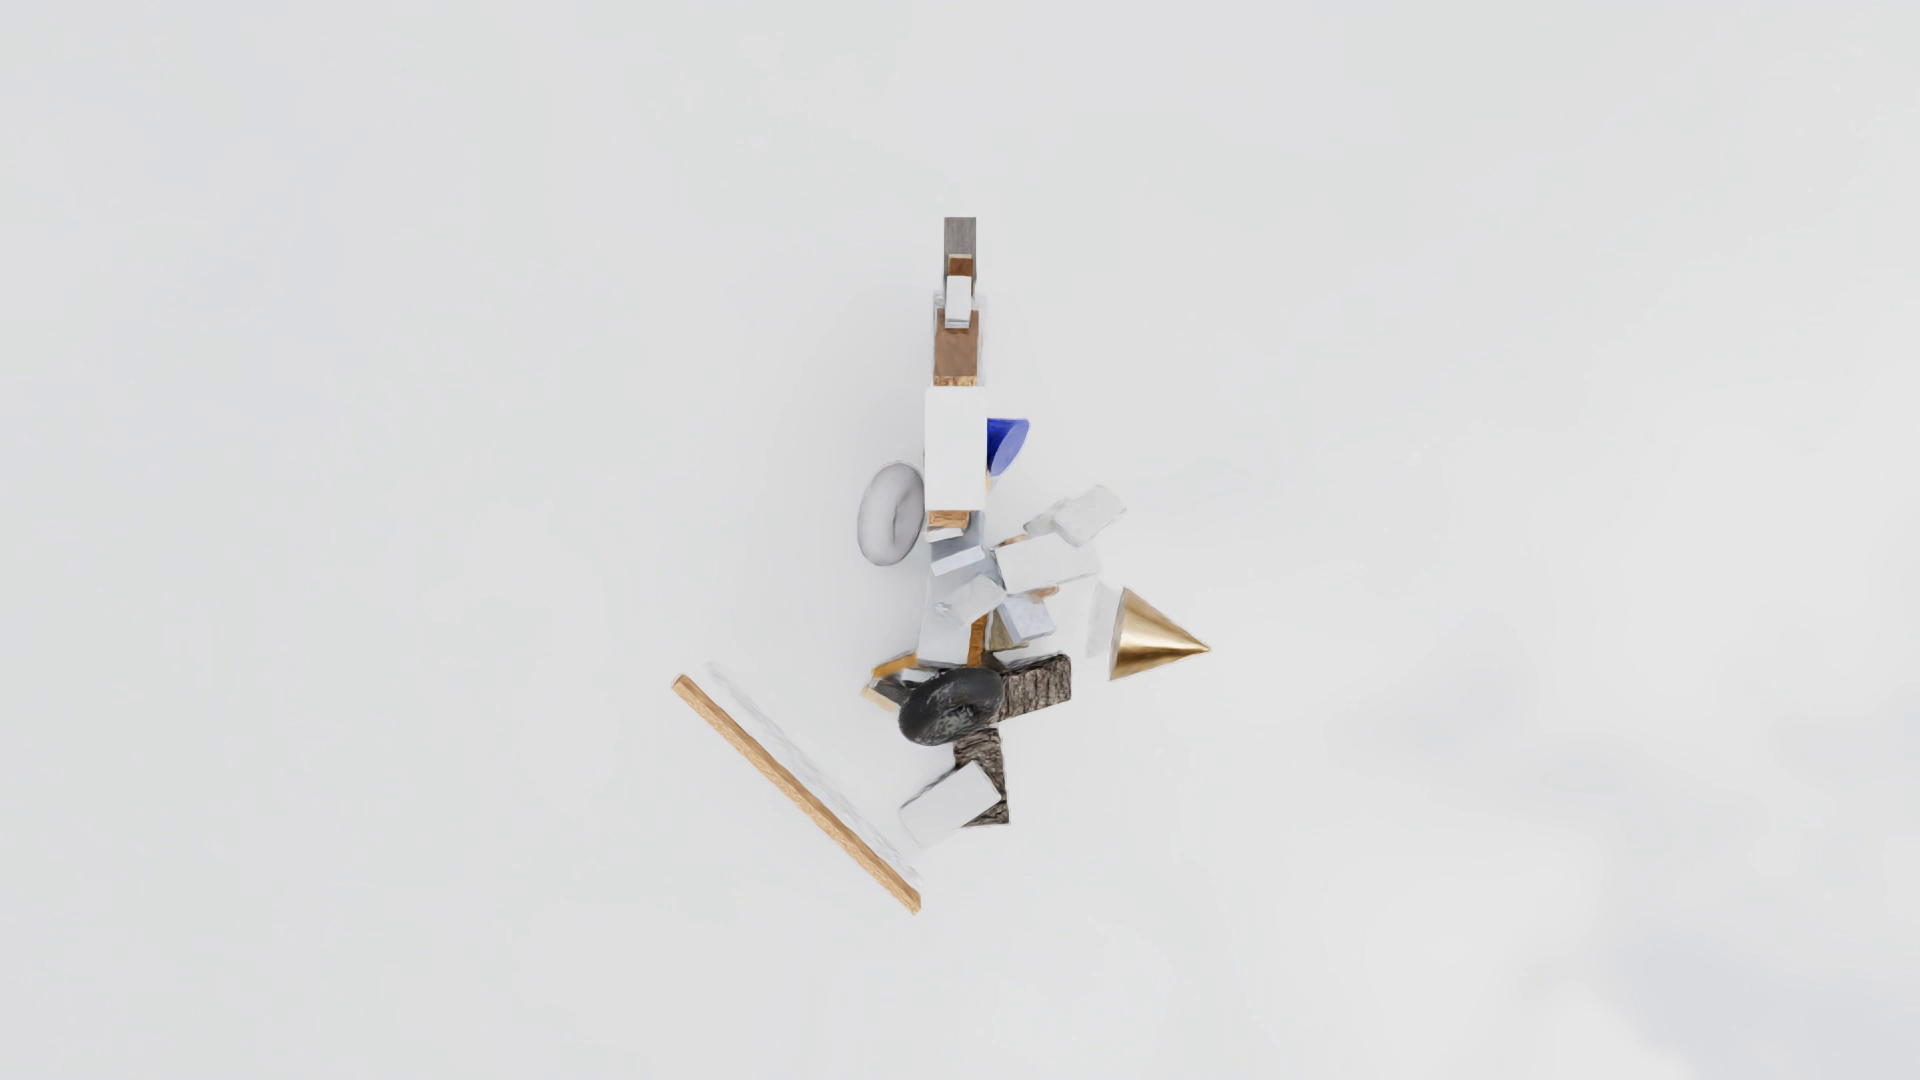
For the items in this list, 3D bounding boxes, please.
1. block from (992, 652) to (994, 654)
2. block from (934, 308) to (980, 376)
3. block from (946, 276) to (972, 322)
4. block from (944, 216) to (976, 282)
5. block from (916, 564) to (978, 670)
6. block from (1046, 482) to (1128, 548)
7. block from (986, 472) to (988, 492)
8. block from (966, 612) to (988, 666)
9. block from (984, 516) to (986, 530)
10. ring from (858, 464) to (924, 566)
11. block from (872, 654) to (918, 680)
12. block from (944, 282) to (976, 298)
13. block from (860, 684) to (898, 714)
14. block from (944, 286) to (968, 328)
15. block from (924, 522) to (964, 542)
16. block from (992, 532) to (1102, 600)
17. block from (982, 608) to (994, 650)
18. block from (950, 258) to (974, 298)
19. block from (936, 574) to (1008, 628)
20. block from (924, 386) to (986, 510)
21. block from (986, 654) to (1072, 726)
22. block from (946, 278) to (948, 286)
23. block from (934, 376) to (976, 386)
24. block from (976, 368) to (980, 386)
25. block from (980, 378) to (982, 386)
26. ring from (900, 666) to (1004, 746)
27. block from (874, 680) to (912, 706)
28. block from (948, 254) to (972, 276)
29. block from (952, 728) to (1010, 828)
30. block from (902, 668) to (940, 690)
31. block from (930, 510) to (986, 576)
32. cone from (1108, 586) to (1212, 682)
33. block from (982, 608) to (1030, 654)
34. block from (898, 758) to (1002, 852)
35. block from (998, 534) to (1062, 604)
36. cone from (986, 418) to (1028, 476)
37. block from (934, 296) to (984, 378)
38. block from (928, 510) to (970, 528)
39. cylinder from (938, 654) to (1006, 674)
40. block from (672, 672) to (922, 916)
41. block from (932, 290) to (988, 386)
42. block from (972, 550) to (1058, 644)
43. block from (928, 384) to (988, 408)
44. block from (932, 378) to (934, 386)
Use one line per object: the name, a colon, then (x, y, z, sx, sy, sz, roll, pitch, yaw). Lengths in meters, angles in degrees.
block: (0.103, 0.257, 5.453, 0.082, 0.023, 0.223, -17, 78, -20)
block: (-0.011, -0.553, 4.792, 0.122, 0.035, 0.244, 3, 68, -1)
block: (-0.004, -0.699, 4.784, 0.069, 0.020, 0.139, 2, 73, 0)
block: (0.000, -0.868, 4.933, 0.096, 0.027, 0.193, 0, 97, 0)
block: (-0.030, 0.178, 5.251, 0.157, 0.044, 0.487, 7, 60, 1)
block: (0.361, -0.069, 4.667, 0.110, 0.251, 0.031, 41, 134, 15)
block: (-0.007, -0.168, 4.558, 0.162, 0.357, 0.046, -4, 98, 0)
block: (0.016, 0.289, 5.288, 0.126, 0.036, 0.252, 2, 73, 22)
block: (0.004, -0.055, 5.224, 0.152, 0.303, 0.043, 7, 94, 1)
ring: (-0.221, -0.080, 5.338, 0.114, 0.343, 0.343, 15, 90, 22)
block: (-0.153, 0.393, 5.376, 0.252, 0.126, 0.036, -21, 87, 35)
block: (-0.001, -0.758, 5.035, 0.096, 0.193, 0.027, 0, 45, 1)
block: (-0.264, 0.517, 5.376, 0.123, 0.246, 0.035, 30, 86, 0)
block: (-0.007, -0.680, 4.814, 0.069, 0.020, 0.139, 2, 59, 0)
block: (-0.034, -0.075, 4.833, 0.108, 0.359, 0.030, -12, 108, 8)
block: (0.276, 0.067, 5.217, 0.314, 0.044, 0.157, -15, 74, -10)
block: (0.064, 0.273, 5.334, 0.076, 0.022, 0.152, 4, 83, 31)
block: (0.003, -0.771, 4.847, 0.069, 0.020, 0.139, 2, 56, 0)
block: (0.037, 0.188, 5.066, 0.110, 0.220, 0.031, 34, 132, 24)
block: (-0.013, -0.241, 4.336, 0.162, 0.046, 0.324, 0, 97, 0)
block: (0.216, 0.486, 5.380, 0.313, 0.044, 0.157, -14, 120, -25)
block: (-0.005, -0.723, 4.950, 0.068, 0.019, 0.135, 1, 124, 1)
block: (-0.014, -0.348, 4.729, 0.122, 0.035, 0.244, -1, 102, -3)
block: (-0.004, -0.398, 4.832, 0.122, 0.035, 0.244, 2, 61, -2)
block: (-0.005, -0.565, 5.003, 0.142, 0.040, 0.284, 1, 128, 1)
ring: (-0.025, 0.521, 5.169, 0.357, 0.357, 0.119, -27, 61, 0)
block: (-0.181, 0.510, 5.364, 0.123, 0.246, 0.035, 29, 90, 18)
block: (-0.001, -0.784, 4.889, 0.068, 0.019, 0.135, 1, 69, 0)
block: (0.068, 0.788, 5.473, 0.157, 0.044, 0.313, -6, 90, 3)
block: (-0.114, 0.456, 5.318, 0.126, 0.252, 0.036, 9, 79, 4)
block: (-0.006, -0.014, 4.834, 0.152, 0.378, 0.043, -20, 111, 8)
cone: (0.625, 0.311, 5.030, 0.296, 0.296, 0.296, 10, 90, 0)
block: (0.119, 0.213, 5.410, 0.152, 0.043, 0.303, -7, 75, -19)
block: (-0.034, 0.875, 5.439, 0.313, 0.044, 0.157, -36, 84, 12)
block: (0.223, 0.089, 5.276, 0.110, 0.031, 0.220, -20, 73, -43)
cone: (0.065, -0.307, 4.681, 0.187, 0.187, 0.187, 32, 90, 17)
block: (-0.006, -0.579, 4.908, 0.142, 0.040, 0.284, 1, 110, 0)
block: (-0.019, -0.118, 4.706, 0.108, 0.215, 0.030, 3, 133, 9)
cylinder: (0.039, 0.427, 5.418, 0.164, 0.164, 0.164, 42, 90, 0)
block: (-0.512, 0.812, 5.254, 0.035, 0.123, 1.065, -45, 98, 3)
block: (0.000, -0.601, 5.135, 0.171, 0.048, 0.341, 1, 89, 1)
block: (0.173, 0.171, 5.249, 0.157, 0.044, 0.314, -11, 66, -39)
block: (-0.007, -0.463, 5.328, 0.171, 0.341, 0.048, -20, 81, 0)
block: (-0.013, -0.380, 5.101, 0.142, 0.040, 0.328, 3, 133, 2)
